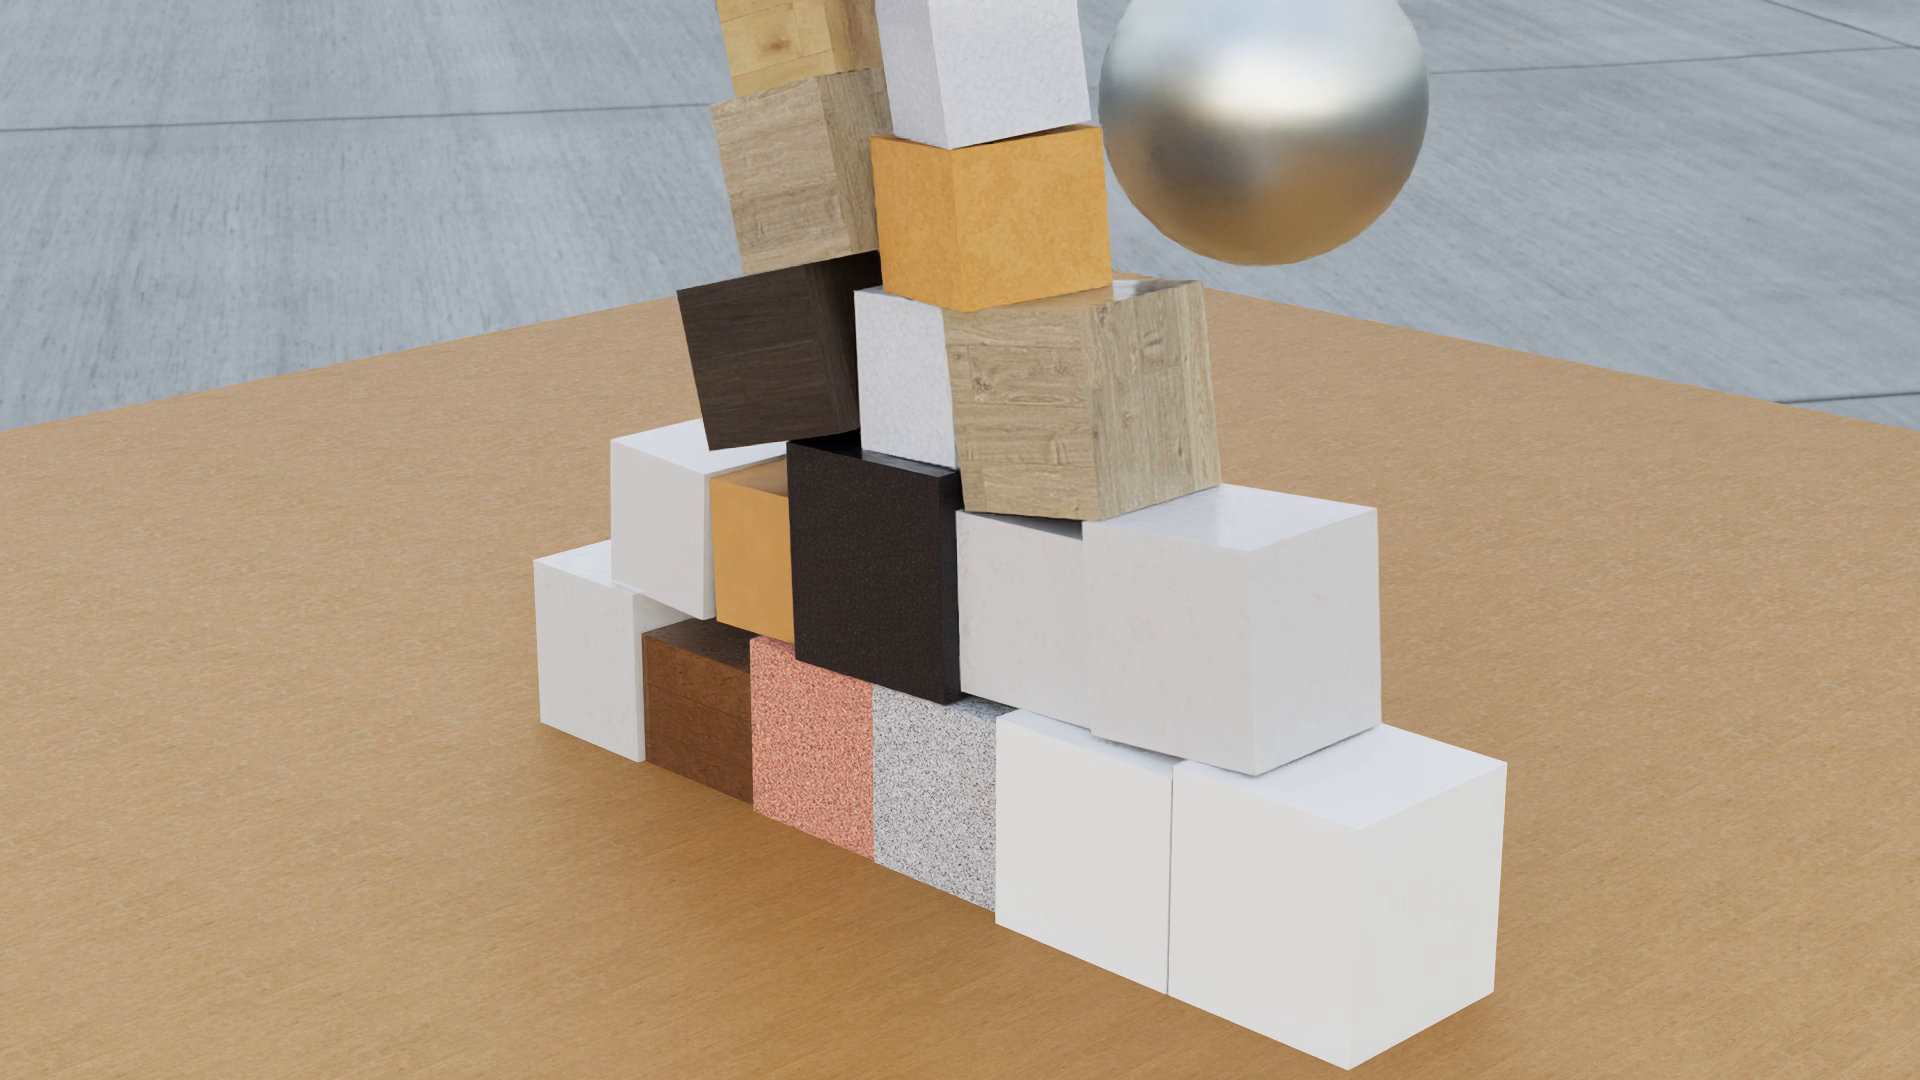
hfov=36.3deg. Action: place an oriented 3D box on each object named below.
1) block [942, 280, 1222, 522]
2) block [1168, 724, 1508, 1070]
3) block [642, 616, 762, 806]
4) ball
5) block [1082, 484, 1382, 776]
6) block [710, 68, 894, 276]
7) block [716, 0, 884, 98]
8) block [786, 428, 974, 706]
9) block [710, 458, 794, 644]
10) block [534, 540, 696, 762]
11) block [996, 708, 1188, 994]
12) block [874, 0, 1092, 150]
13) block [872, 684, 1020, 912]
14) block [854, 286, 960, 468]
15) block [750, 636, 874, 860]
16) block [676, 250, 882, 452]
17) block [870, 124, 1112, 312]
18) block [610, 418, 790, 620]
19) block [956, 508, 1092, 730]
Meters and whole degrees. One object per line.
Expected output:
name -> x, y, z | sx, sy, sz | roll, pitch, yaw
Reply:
block -> 0.526, -0.616, 12.608 | 0.774, 0.883, 0.808 | -17, 15, -42
block -> 1.556, 1.409, 12.139 | 0.988, 1.033, 0.946 | -17, 24, -42
block -> -1.015, 0.801, 14.658 | 0.753, 0.683, 0.861 | -17, 24, -42
ball -> 1.467, -2.125, 14.211 | 1.600, 1.600, 1.600 | 0, 17, 0
block -> 1.142, 0.347, 12.265 | 0.892, 0.933, 0.836 | 11, 20, 44
block -> -0.536, -1.693, 13.360 | 0.769, 0.791, 0.742 | -16, 8, -43
block -> -0.635, -2.451, 13.267 | 0.616, 0.745, 0.697 | -16, 8, -43
block -> -0.128, 0.052, 13.447 | 0.987, 1.044, 0.856 | 14, 22, 43
block -> -0.709, 0.042, 14.080 | 0.702, 0.717, 0.649 | 14, 22, 43
block -> -1.599, 0.520, 15.208 | 0.870, 0.889, 0.806 | -17, 24, -42
block -> 0.862, 1.229, 12.813 | 0.998, 0.972, 0.998 | -17, 24, -42
block -> 0.090, -2.073, 12.478 | 0.658, 0.647, 0.633 | -14, 18, -19
block -> 0.194, 1.069, 13.449 | 0.821, 0.897, 0.855 | -17, 24, -42
block -> -0.031, -0.772, 13.089 | 0.600, 0.720, 0.605 | -16, 21, -42
block -> -0.408, 0.893, 14.035 | 0.849, 0.880, 0.817 | 17, 24, 42
block -> -0.615, -0.912, 13.685 | 0.902, 0.767, 0.933 | -16, 8, -42
block -> 0.133, -1.429, 12.727 | 0.740, 0.685, 0.726 | -13, 17, -27
block -> -1.212, -0.133, 14.585 | 0.710, 0.744, 0.766 | 20, 26, 41
block -> 0.537, 0.264, 12.877 | 0.805, 0.830, 0.735 | 14, 22, 43
